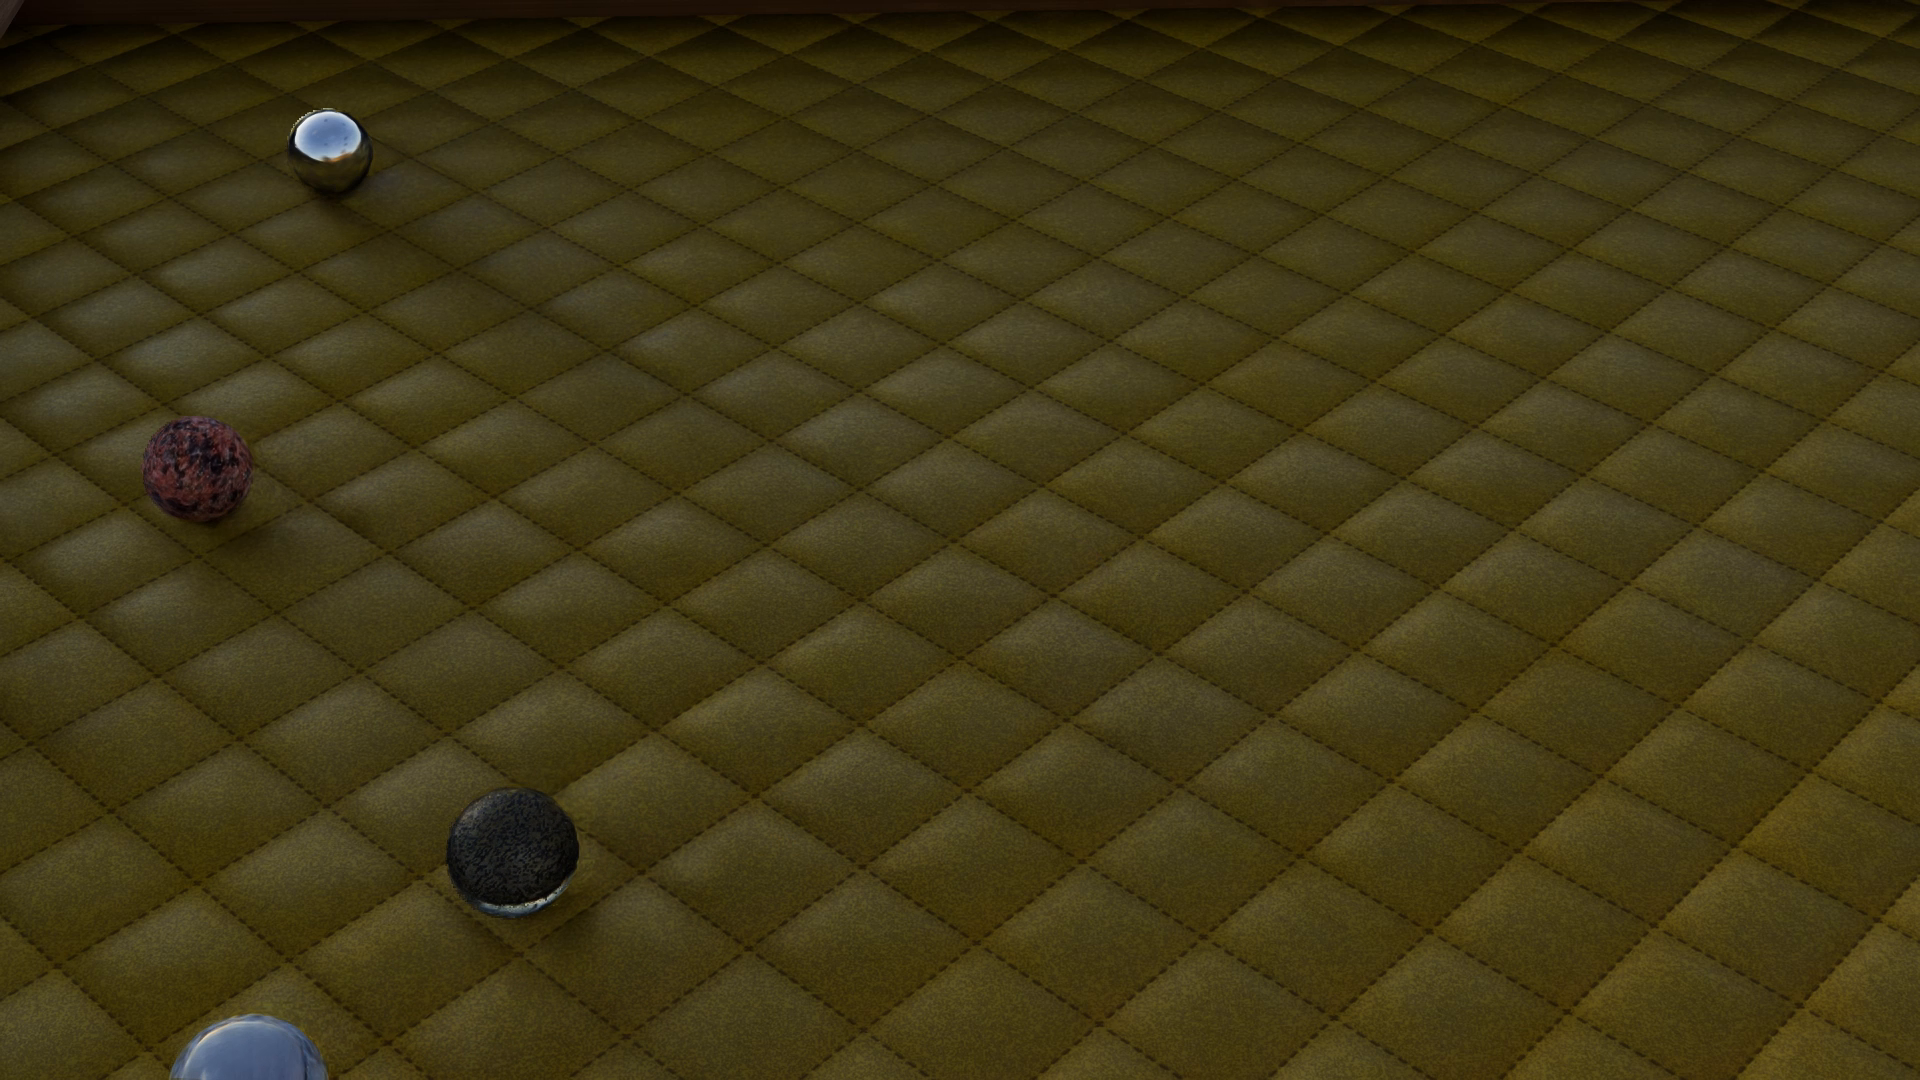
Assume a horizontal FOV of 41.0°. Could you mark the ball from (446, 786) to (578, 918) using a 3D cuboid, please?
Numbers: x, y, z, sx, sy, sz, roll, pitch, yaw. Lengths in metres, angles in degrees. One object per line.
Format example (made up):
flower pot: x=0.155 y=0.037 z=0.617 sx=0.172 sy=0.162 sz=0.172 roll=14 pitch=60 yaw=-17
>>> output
ball: x=-0.247 y=0.172 z=1.416 sx=0.072 sy=0.072 sz=0.072 roll=0 pitch=36 yaw=0

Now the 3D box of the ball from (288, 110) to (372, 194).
ball: x=-0.513 y=-0.316 z=2.091 sx=0.067 sy=0.067 sz=0.067 roll=0 pitch=36 yaw=0

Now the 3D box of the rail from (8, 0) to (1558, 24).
rail: x=0.822 y=-0.539 z=2.366 sx=3.414 sy=0.102 sz=0.045 roll=-1 pitch=36 yaw=-2

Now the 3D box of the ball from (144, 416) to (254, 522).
ball: x=-0.510 y=-0.047 z=1.718 sx=0.071 sy=0.071 sz=0.071 roll=0 pitch=36 yaw=0

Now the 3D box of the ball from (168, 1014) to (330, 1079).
ball: x=-0.352 y=0.274 z=1.269 sx=0.079 sy=0.079 sz=0.079 roll=0 pitch=36 yaw=0

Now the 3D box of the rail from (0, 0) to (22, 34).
rail: x=-0.829 y=0.004 z=1.619 sx=0.045 sy=0.102 sz=1.778 roll=-1 pitch=36 yaw=-2
